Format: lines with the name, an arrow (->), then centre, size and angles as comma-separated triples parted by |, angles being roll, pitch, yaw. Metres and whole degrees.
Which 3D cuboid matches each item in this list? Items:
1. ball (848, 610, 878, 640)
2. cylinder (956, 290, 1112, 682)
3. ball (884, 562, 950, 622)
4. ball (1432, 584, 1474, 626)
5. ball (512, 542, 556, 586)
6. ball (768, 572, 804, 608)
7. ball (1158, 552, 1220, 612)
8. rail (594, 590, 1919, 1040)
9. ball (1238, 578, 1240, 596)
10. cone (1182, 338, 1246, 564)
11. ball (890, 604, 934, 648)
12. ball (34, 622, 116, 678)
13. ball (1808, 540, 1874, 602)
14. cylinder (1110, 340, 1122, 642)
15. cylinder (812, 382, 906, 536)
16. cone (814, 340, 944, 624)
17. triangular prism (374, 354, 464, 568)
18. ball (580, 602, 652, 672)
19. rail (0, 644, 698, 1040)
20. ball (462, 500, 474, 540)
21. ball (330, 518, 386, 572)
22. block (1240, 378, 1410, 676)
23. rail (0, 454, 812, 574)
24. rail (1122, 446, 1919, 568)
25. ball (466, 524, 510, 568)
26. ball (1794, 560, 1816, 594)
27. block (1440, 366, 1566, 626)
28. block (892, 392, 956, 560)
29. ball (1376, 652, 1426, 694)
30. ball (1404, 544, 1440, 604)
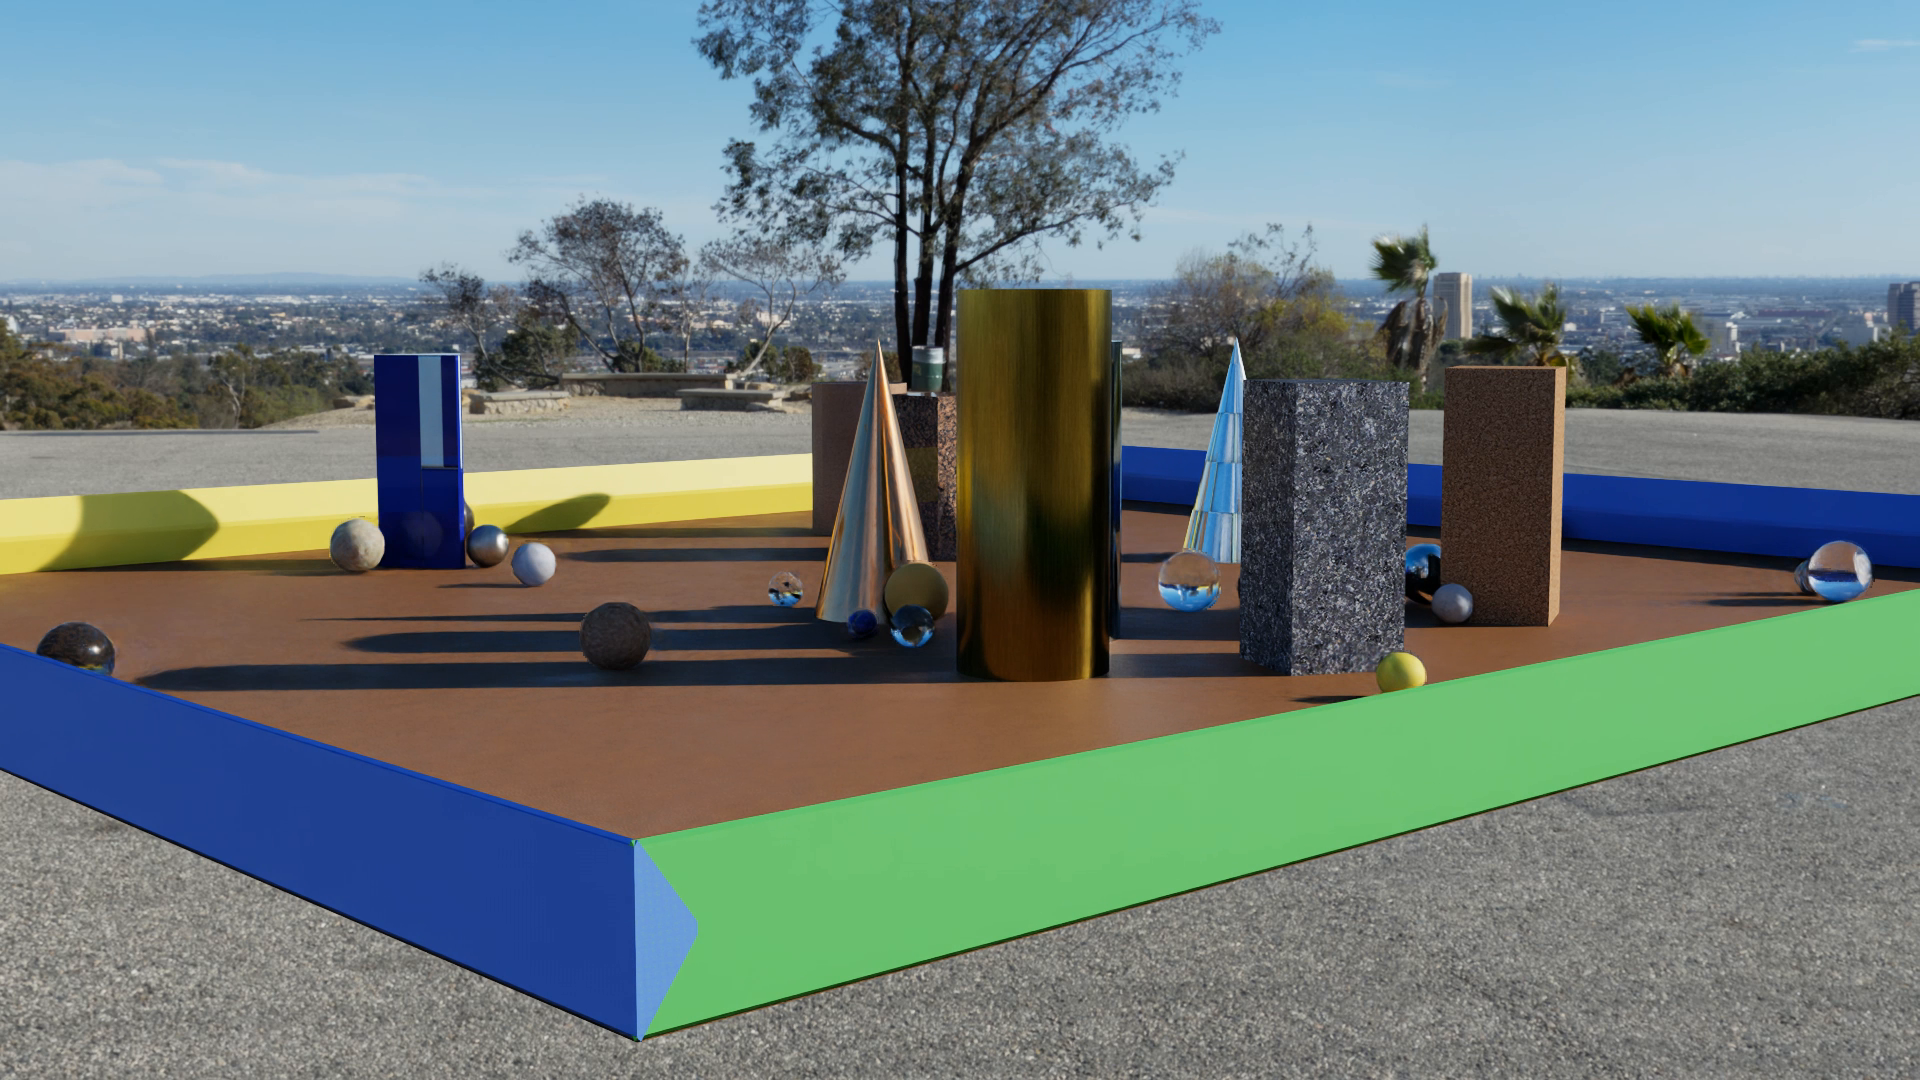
ball -> -0.131, 0.114, 2.959 | 0.040, 0.040, 0.040 | 0, 6, 0
cylinder -> 0.090, -0.072, 2.695 | 0.189, 0.466, 0.189 | 0, 6, 0
ball -> -0.060, 0.077, 3.075 | 0.091, 0.091, 0.091 | 0, 6, 0
ball -> 0.693, 0.090, 3.096 | 0.059, 0.059, 0.059 | 0, 6, 0
ball -> -0.684, 0.039, 3.528 | 0.070, 0.070, 0.070 | 0, 6, 0
ball -> -0.260, 0.074, 3.280 | 0.053, 0.053, 0.053 | 0, 6, 0
ball -> 0.335, 0.061, 3.223 | 0.090, 0.090, 0.090 | 0, 6, 0
rail -> 0.897, 0.134, 2.365 | 3.019, 0.123, 0.045 | -6, 8, -42
ball -> 0.443, 0.070, 3.201 | 0.077, 0.077, 0.077 | 0, 6, 0
cone -> 0.490, -0.165, 3.916 | 0.189, 0.393, 0.189 | 0, 6, 0
ball -> -0.063, 0.113, 2.887 | 0.058, 0.058, 0.058 | 0, 6, 0
ball -> -1.016, 0.137, 2.524 | 0.087, 0.087, 0.087 | 0, 6, 0
ball -> 1.334, 0.048, 3.333 | 0.093, 0.093, 0.093 | 0, 6, 0
cylinder -> 0.123, -0.068, 2.972 | 0.189, 0.400, 0.189 | 0, 6, 0
cylinder -> -0.200, -0.164, 4.374 | 0.189, 0.296, 0.189 | 0, 6, 0
cone -> -0.118, -0.092, 3.181 | 0.189, 0.404, 0.189 | 0, 6, 0
triangular prism -> -0.908, -0.142, 3.836 | 0.164, 0.365, 0.142 | 2, 6, 17
ball -> -0.423, 0.118, 2.702 | 0.086, 0.086, 0.086 | 0, 6, 0
rail -> -1.092, 0.138, 2.330 | 0.045, 0.123, 2.693 | -6, 8, -42
ball -> -0.963, -0.037, 4.152 | 0.091, 0.091, 0.091 | 0, 6, 0
ball -> -1.015, 0.010, 3.706 | 0.091, 0.091, 0.091 | 0, 6, 0
block -> 0.452, -0.021, 2.742 | 0.152, 0.354, 0.152 | -2, 6, -17
rail -> -0.897, -0.070, 4.299 | 3.019, 0.123, 0.045 | -6, 8, -42
rail -> 1.092, -0.074, 4.334 | 0.045, 0.123, 2.693 | -6, 8, -42
ball -> -0.814, 0.010, 3.786 | 0.073, 0.073, 0.073 | 0, 6, 0
ball -> 1.330, 0.057, 3.427 | 0.055, 0.055, 0.055 | 0, 6, 0
block -> 0.781, -0.068, 3.160 | 0.152, 0.360, 0.152 | 2, 6, 20
block -> -0.034, -0.120, 3.991 | 0.152, 0.289, 0.152 | -5, 8, -42
ball -> 0.501, 0.155, 2.504 | 0.055, 0.055, 0.055 | 0, 6, 0
ball -> 0.702, 0.051, 3.311 | 0.091, 0.091, 0.091 | 0, 6, 0
